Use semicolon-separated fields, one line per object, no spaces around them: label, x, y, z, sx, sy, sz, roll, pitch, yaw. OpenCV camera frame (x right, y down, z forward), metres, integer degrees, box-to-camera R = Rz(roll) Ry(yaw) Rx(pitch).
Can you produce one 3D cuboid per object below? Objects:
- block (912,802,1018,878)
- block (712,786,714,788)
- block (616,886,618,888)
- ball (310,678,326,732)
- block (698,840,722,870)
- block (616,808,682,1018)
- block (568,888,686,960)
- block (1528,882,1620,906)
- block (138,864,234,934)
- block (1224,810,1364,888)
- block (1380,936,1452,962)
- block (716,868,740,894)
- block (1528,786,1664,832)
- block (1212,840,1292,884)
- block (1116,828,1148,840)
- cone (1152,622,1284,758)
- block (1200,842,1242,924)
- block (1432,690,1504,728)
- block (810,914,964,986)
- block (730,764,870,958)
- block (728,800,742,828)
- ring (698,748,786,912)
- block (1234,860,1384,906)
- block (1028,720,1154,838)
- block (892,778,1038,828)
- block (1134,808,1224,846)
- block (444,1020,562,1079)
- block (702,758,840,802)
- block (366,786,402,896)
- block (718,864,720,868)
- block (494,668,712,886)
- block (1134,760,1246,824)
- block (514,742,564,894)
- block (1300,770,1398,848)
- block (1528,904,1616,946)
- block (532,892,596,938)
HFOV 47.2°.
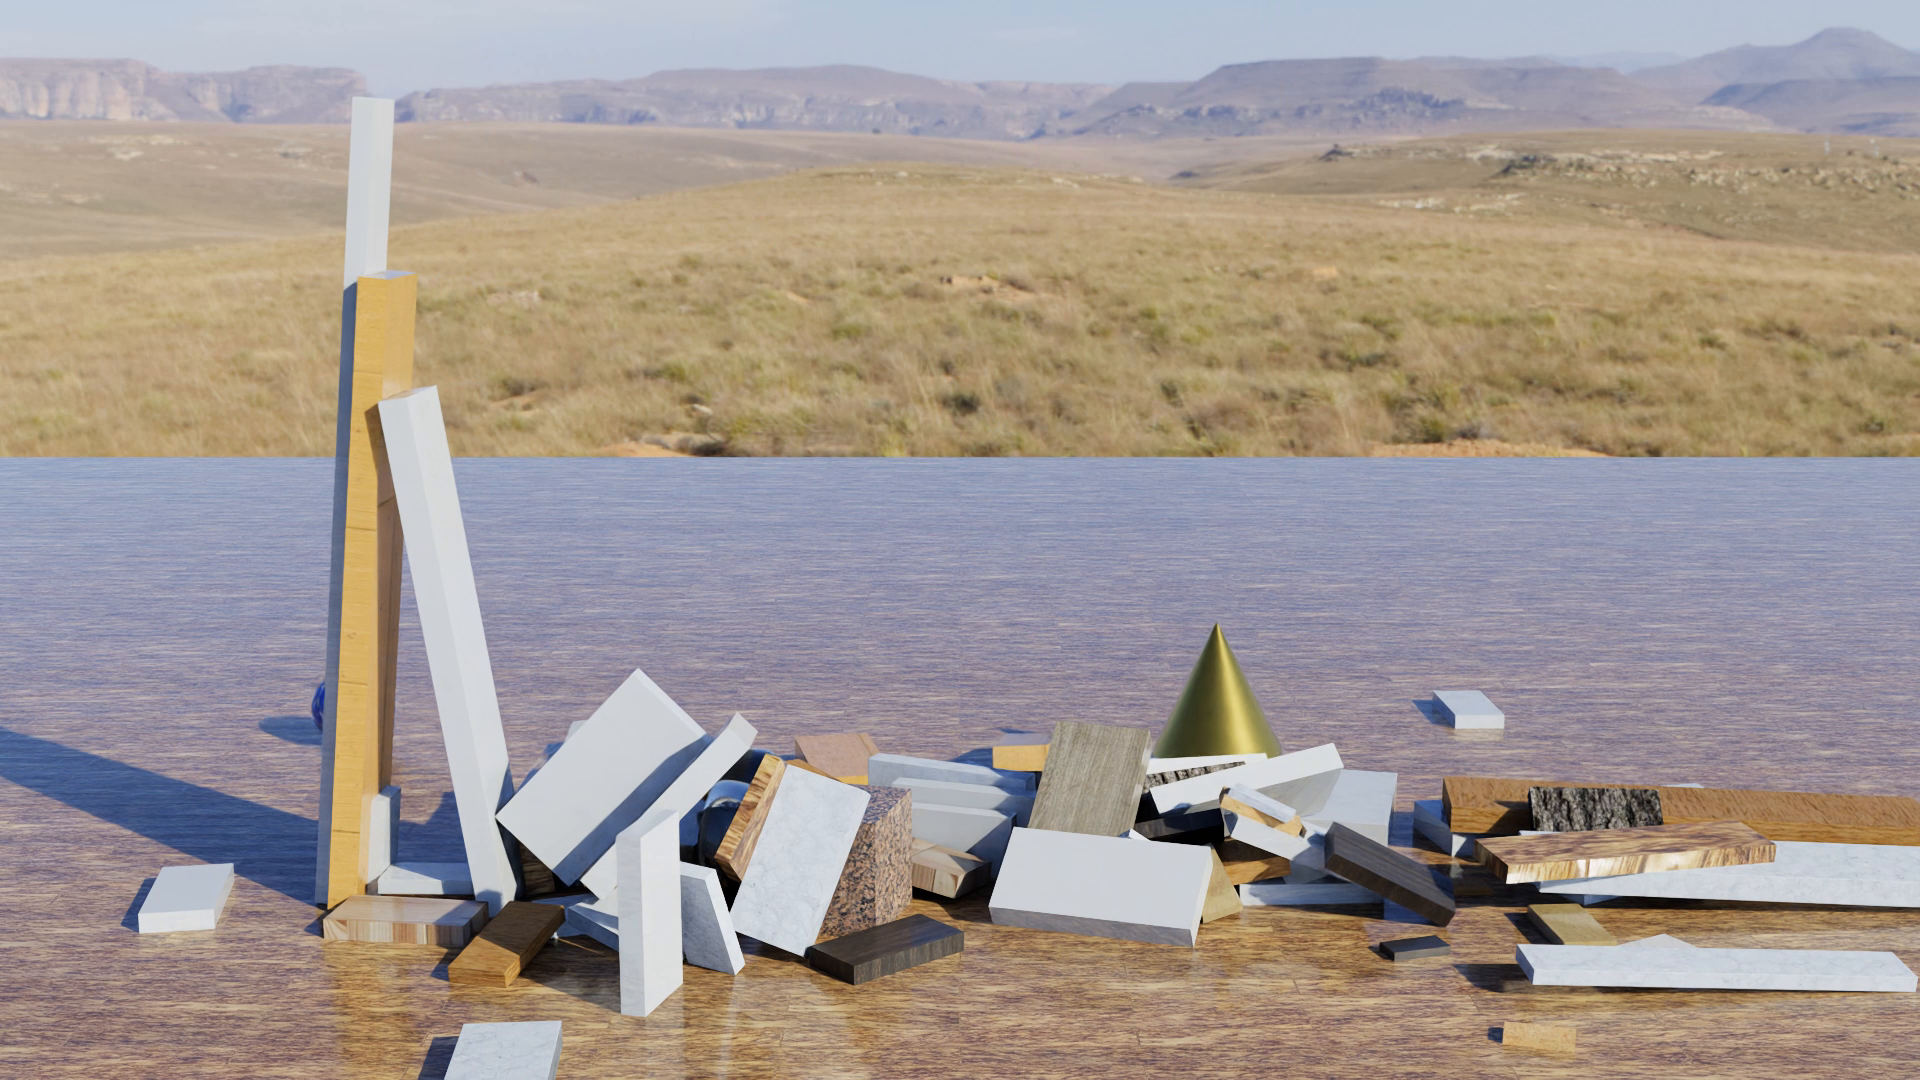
block;-0.011;0.515;3.777;0.218;0.109;0.031;4;11;19
block;-0.319;0.437;3.751;0.185;0.026;0.092;12;-8;-29
block;-0.544;0.562;3.605;0.070;0.020;0.139;-1;11;-4
ball;-1.268;0.345;4.565;0.154;0.154;0.154;0;11;0
block;-0.424;0.554;3.570;0.020;0.070;0.140;24;30;5
block;-0.451;0.540;3.201;0.038;0.268;0.134;3;11;16
block;-0.503;0.604;3.421;0.206;0.029;0.103;18;23;38
block;1.120;0.553;3.750;0.307;0.043;0.153;-6;12;-29
block;-1.266;0.585;3.605;0.114;0.032;0.229;-2;11;-10
block;0.560;0.500;3.638;0.240;0.034;0.120;21;10;-3
block;0.705;0.632;3.405;0.097;0.014;0.049;-3;11;-17
block;-0.482;0.568;3.710;0.206;0.029;0.103;8;13;37
block;1.092;0.479;3.774;0.217;0.031;0.108;1;49;6
block;0.422;0.544;3.670;0.240;0.034;0.120;-11;11;1
block;0.301;0.511;3.581;0.106;0.015;0.053;34;-42;-17
cone;0.503;0.289;4.298;0.261;0.261;0.261;0;1;0
block;0.402;0.557;3.578;0.068;0.019;0.136;-17;42;-6
block;1.104;0.368;4.783;0.104;0.030;0.209;0;11;-1
block;-0.111;0.628;3.381;0.218;0.031;0.109;-9;14;-40
block;-0.251;0.497;3.411;0.134;0.268;0.038;17;-12;19
block;-0.304;0.496;3.711;0.183;0.091;0.026;5;11;24
ring;-0.345;0.476;3.565;0.093;0.280;0.280;8;12;14
block;0.576;0.571;3.675;0.240;0.034;0.120;-1;11;-3
block;0.207;0.459;3.676;0.164;0.046;0.328;4;54;19
block;0.016;0.494;3.810;0.273;0.136;0.039;4;11;19
block;0.337;0.511;3.723;0.218;0.031;0.109;-11;-33;0
block;-0.608;0.710;2.916;0.134;0.038;0.268;-1;11;-5
block;-0.318;0.455;3.927;0.147;0.042;0.293;25;13;27
block;-0.959;0.504;3.660;0.024;0.171;0.086;6;11;1
block;-0.427;0.532;3.777;0.070;0.020;0.140;4;9;12
block;-0.576;0.384;3.553;0.165;0.330;0.047;44;7;-3
block;0.330;0.473;3.868;0.343;0.171;0.049;-5;56;-24
block;-0.708;0.476;3.812;0.047;0.167;0.334;-7;11;1
block;0.715;0.493;4.063;0.164;0.047;0.329;3;11;14
block;0.964;0.615;3.471;0.084;0.024;0.167;-1;11;-5
block;-0.576;0.598;3.543;0.206;0.029;0.103;-4;11;-21
